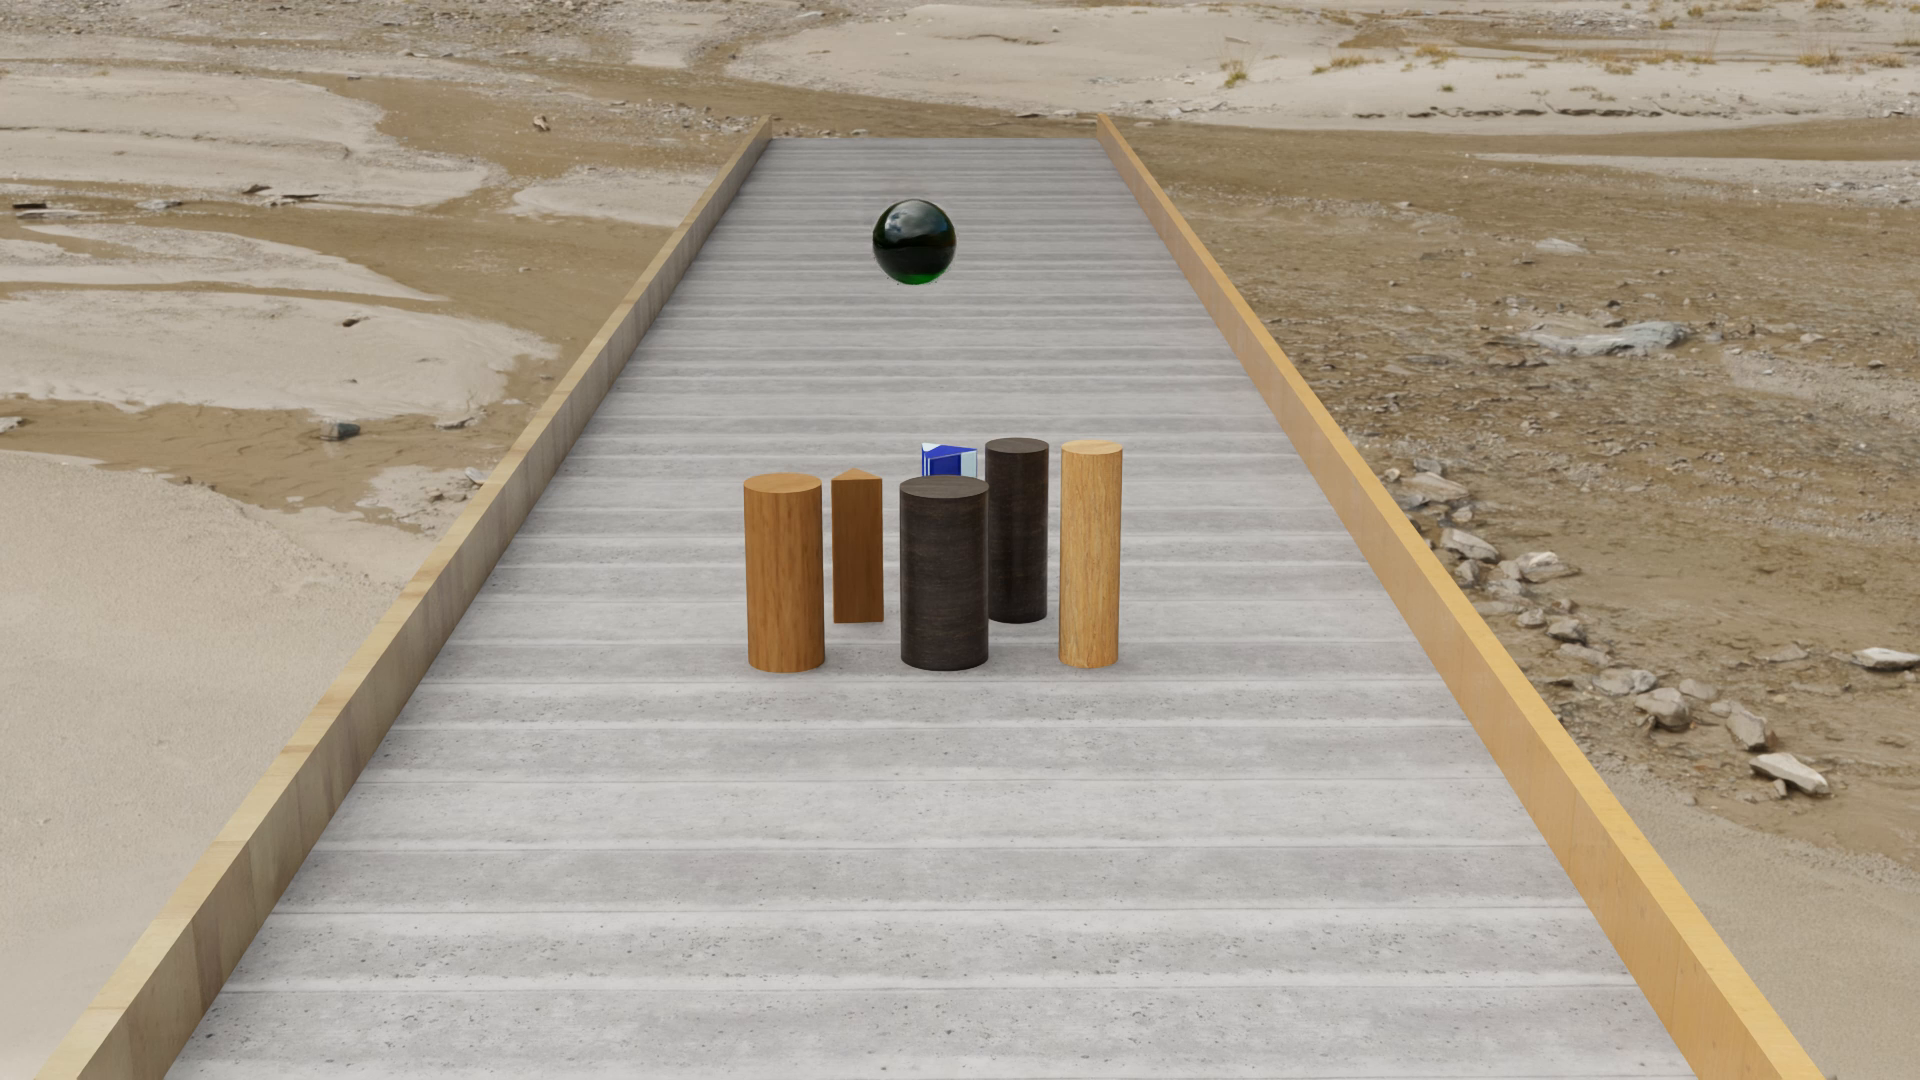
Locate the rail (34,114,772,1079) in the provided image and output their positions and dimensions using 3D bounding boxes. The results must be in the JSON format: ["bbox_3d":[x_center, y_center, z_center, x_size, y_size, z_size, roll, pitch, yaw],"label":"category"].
[{"bbox_3d":[-1.118,-0.838,7.780,0.050,0.150,12.000,0,17,-1],"label":"rail"}]

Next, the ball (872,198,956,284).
[{"bbox_3d":[-0.177,-1.157,8.539,0.330,0.330,0.330,0,17,0],"label":"ball"}]

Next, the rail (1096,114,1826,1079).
[{"bbox_3d":[0.932,-0.844,7.801,0.050,0.150,12.000,0,17,-1],"label":"rail"}]

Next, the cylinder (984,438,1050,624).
[{"bbox_3d":[0.119,-0.020,4.645,0.135,0.371,0.135,0,17,0],"label":"cylinder"}]

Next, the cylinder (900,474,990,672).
[{"bbox_3d":[-0.031,0.064,4.386,0.178,0.356,0.178,0,17,0],"label":"cylinder"}]

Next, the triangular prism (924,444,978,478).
[{"bbox_3d":[-0.049,-0.057,4.886,0.133,0.303,0.115,-11,20,-33],"label":"triangular prism"}]

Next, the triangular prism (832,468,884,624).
[{"bbox_3d":[-0.219,0.011,4.641,0.105,0.313,0.091,-2,17,-6],"label":"triangular prism"}]

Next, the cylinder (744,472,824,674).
[{"bbox_3d":[-0.348,0.064,4.364,0.153,0.369,0.153,0,17,0],"label":"cylinder"}]

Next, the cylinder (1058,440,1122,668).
[{"bbox_3d":[0.258,0.028,4.366,0.120,0.438,0.120,0,17,0],"label":"cylinder"}]
